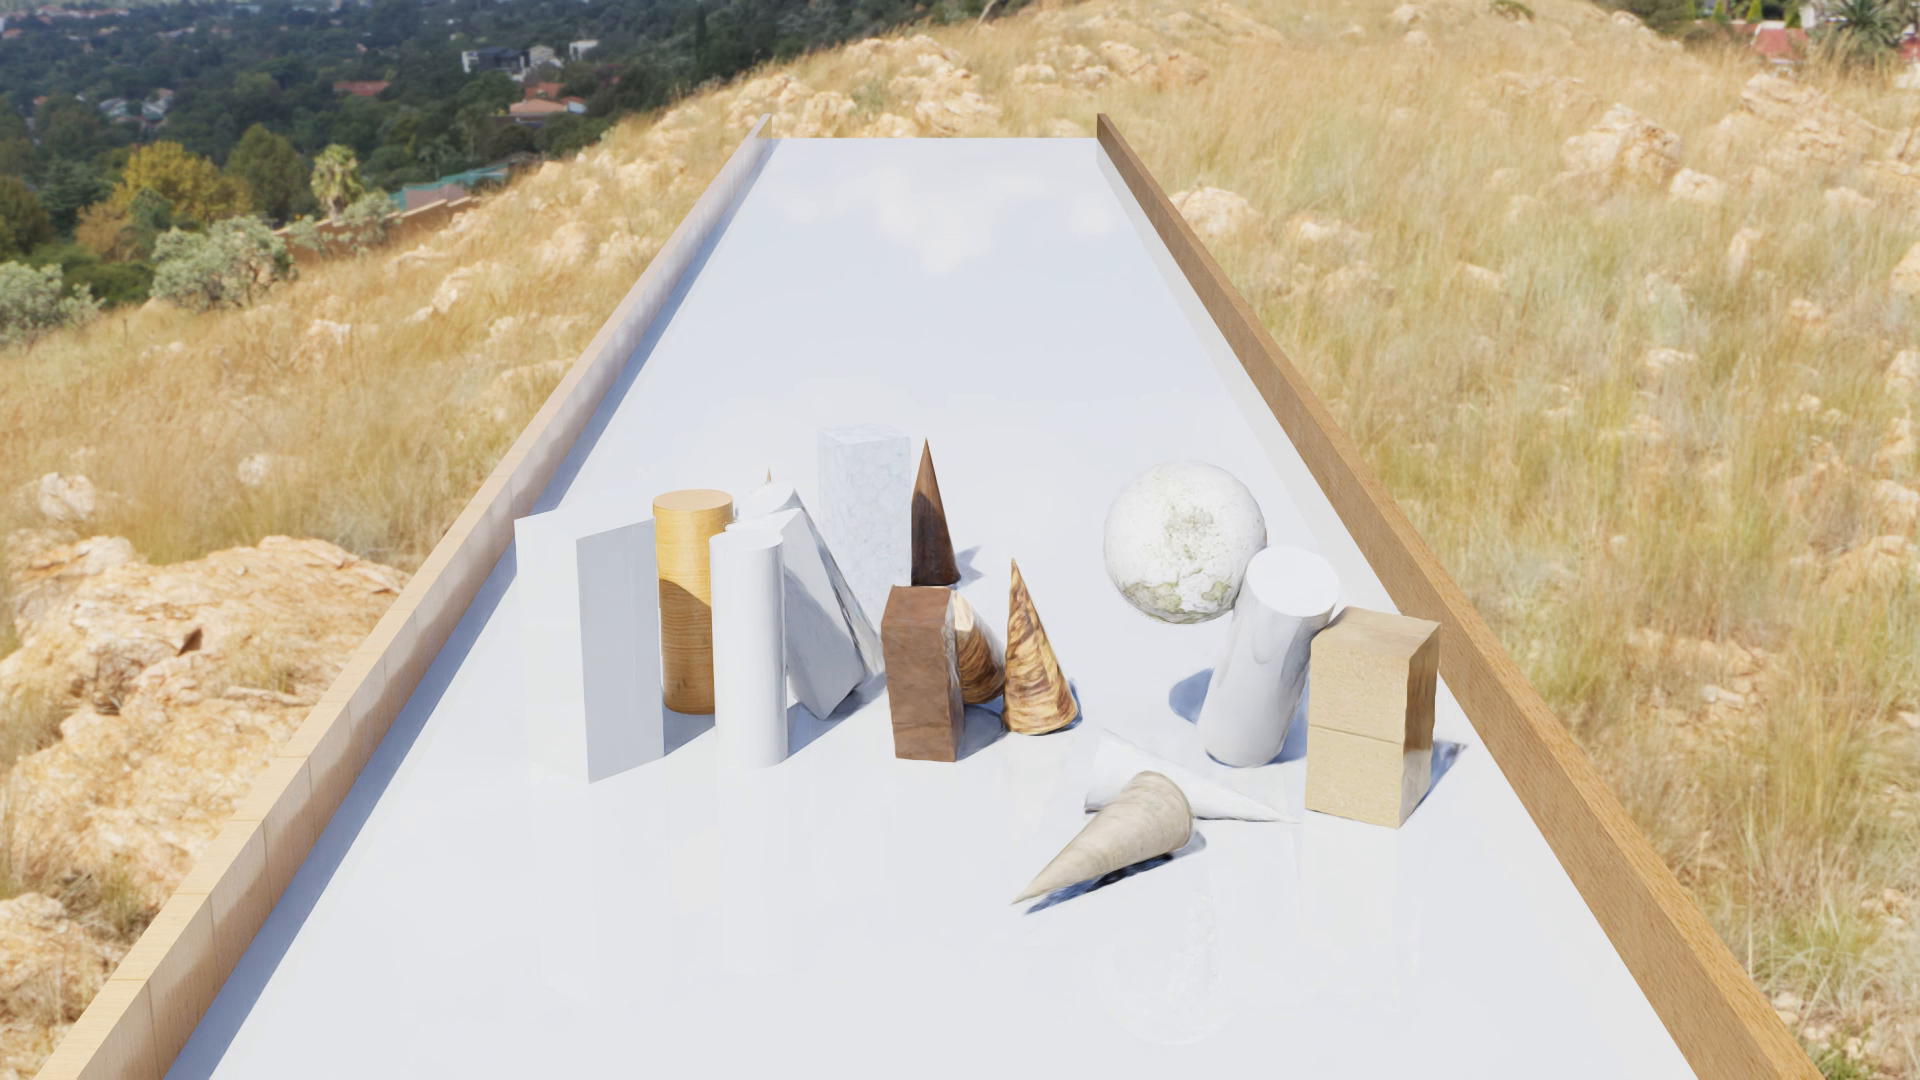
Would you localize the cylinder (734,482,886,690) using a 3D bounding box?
[{"bbox_3d":[-0.280,0.090,4.188,0.125,0.410,0.125,-22,27,12],"label":"cylinder"}]

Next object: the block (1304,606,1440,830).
[{"bbox_3d":[0.688,0.294,3.670,0.164,0.308,0.164,11,24,27],"label":"block"}]

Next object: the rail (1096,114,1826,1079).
[{"bbox_3d":[0.932,-0.844,7.801,0.050,0.150,12.000,0,17,-1],"label":"rail"}]

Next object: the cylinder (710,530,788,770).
[{"bbox_3d":[-0.371,0.193,3.873,0.128,0.403,0.128,0,17,0],"label":"cylinder"}]

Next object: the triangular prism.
[{"bbox_3d":[-0.290,0.126,4.087,0.129,0.375,0.149,-28,29,-16],"label":"triangular prism"}]

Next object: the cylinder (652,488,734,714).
[{"bbox_3d":[-0.493,0.115,4.137,0.150,0.398,0.150,-1,17,0],"label":"cylinder"}]

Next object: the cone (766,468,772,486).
[{"bbox_3d":[-0.375,0.046,4.367,0.131,0.401,0.131,0,17,0],"label":"cone"}]

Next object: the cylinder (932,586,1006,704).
[{"bbox_3d":[-0.005,0.198,4.059,0.139,0.139,0.301,5,-17,18],"label":"cylinder"}]

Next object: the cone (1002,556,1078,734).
[{"bbox_3d":[0.121,0.176,4.025,0.145,0.327,0.145,-9,21,4],"label":"cone"}]

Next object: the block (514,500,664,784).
[{"bbox_3d":[-0.648,0.177,3.856,0.170,0.443,0.170,15,22,40],"label":"block"}]

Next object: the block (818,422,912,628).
[{"bbox_3d":[-0.200,-0.030,4.621,0.147,0.403,0.147,-8,18,-25],"label":"block"}]

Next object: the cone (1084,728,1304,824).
[{"bbox_3d":[0.398,0.427,3.669,0.359,0.141,0.141,14,19,7],"label":"cone"}]

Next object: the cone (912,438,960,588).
[{"bbox_3d":[-0.074,-0.073,4.898,0.152,0.327,0.152,0,17,0],"label":"cone"}]

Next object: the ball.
[{"bbox_3d":[0.387,0.004,3.793,0.284,0.284,0.284,0,17,0],"label":"ball"}]

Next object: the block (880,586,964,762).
[{"bbox_3d":[-0.063,0.236,3.851,0.106,0.314,0.106,3,39,10],"label":"block"}]

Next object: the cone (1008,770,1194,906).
[{"bbox_3d":[0.195,0.489,3.398,0.137,0.137,0.372,14,27,40],"label":"cone"}]

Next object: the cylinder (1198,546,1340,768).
[{"bbox_3d":[0.525,0.206,3.776,0.156,0.412,0.156,5,47,-5],"label":"cylinder"}]

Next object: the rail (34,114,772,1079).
[{"bbox_3d":[-1.118,-0.838,7.780,0.050,0.150,12.000,0,17,-1],"label":"rail"}]
